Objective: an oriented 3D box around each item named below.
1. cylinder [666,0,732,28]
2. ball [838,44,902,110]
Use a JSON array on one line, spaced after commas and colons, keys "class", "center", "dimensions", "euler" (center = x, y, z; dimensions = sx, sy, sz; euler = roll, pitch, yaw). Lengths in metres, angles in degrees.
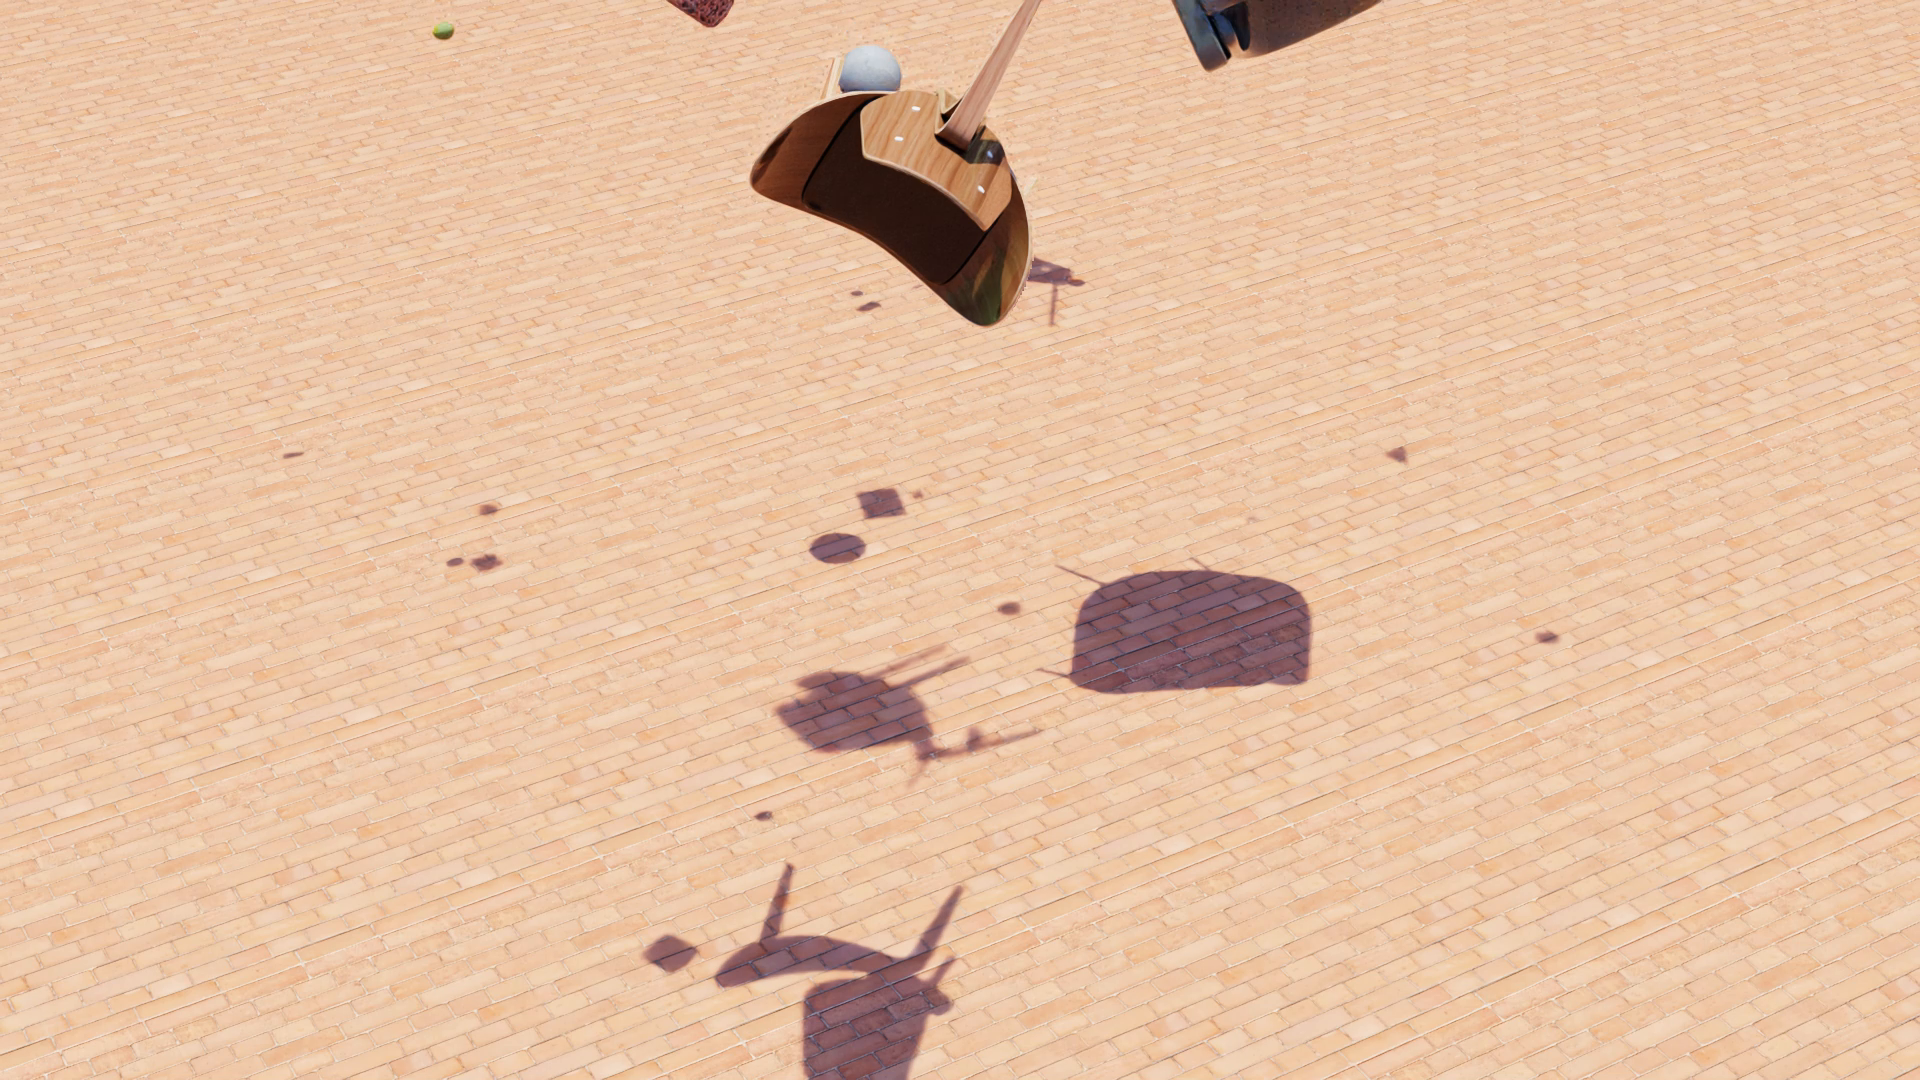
[{"class": "cylinder", "center": [-0.639, -1.364, 7.202], "dimensions": [0.122, 0.191, 0.137], "euler": [35, 60, 18]}, {"class": "ball", "center": [-0.302, -1.549, 9.809], "dimensions": [0.213, 0.213, 0.213], "euler": [0, 33, 0]}]
